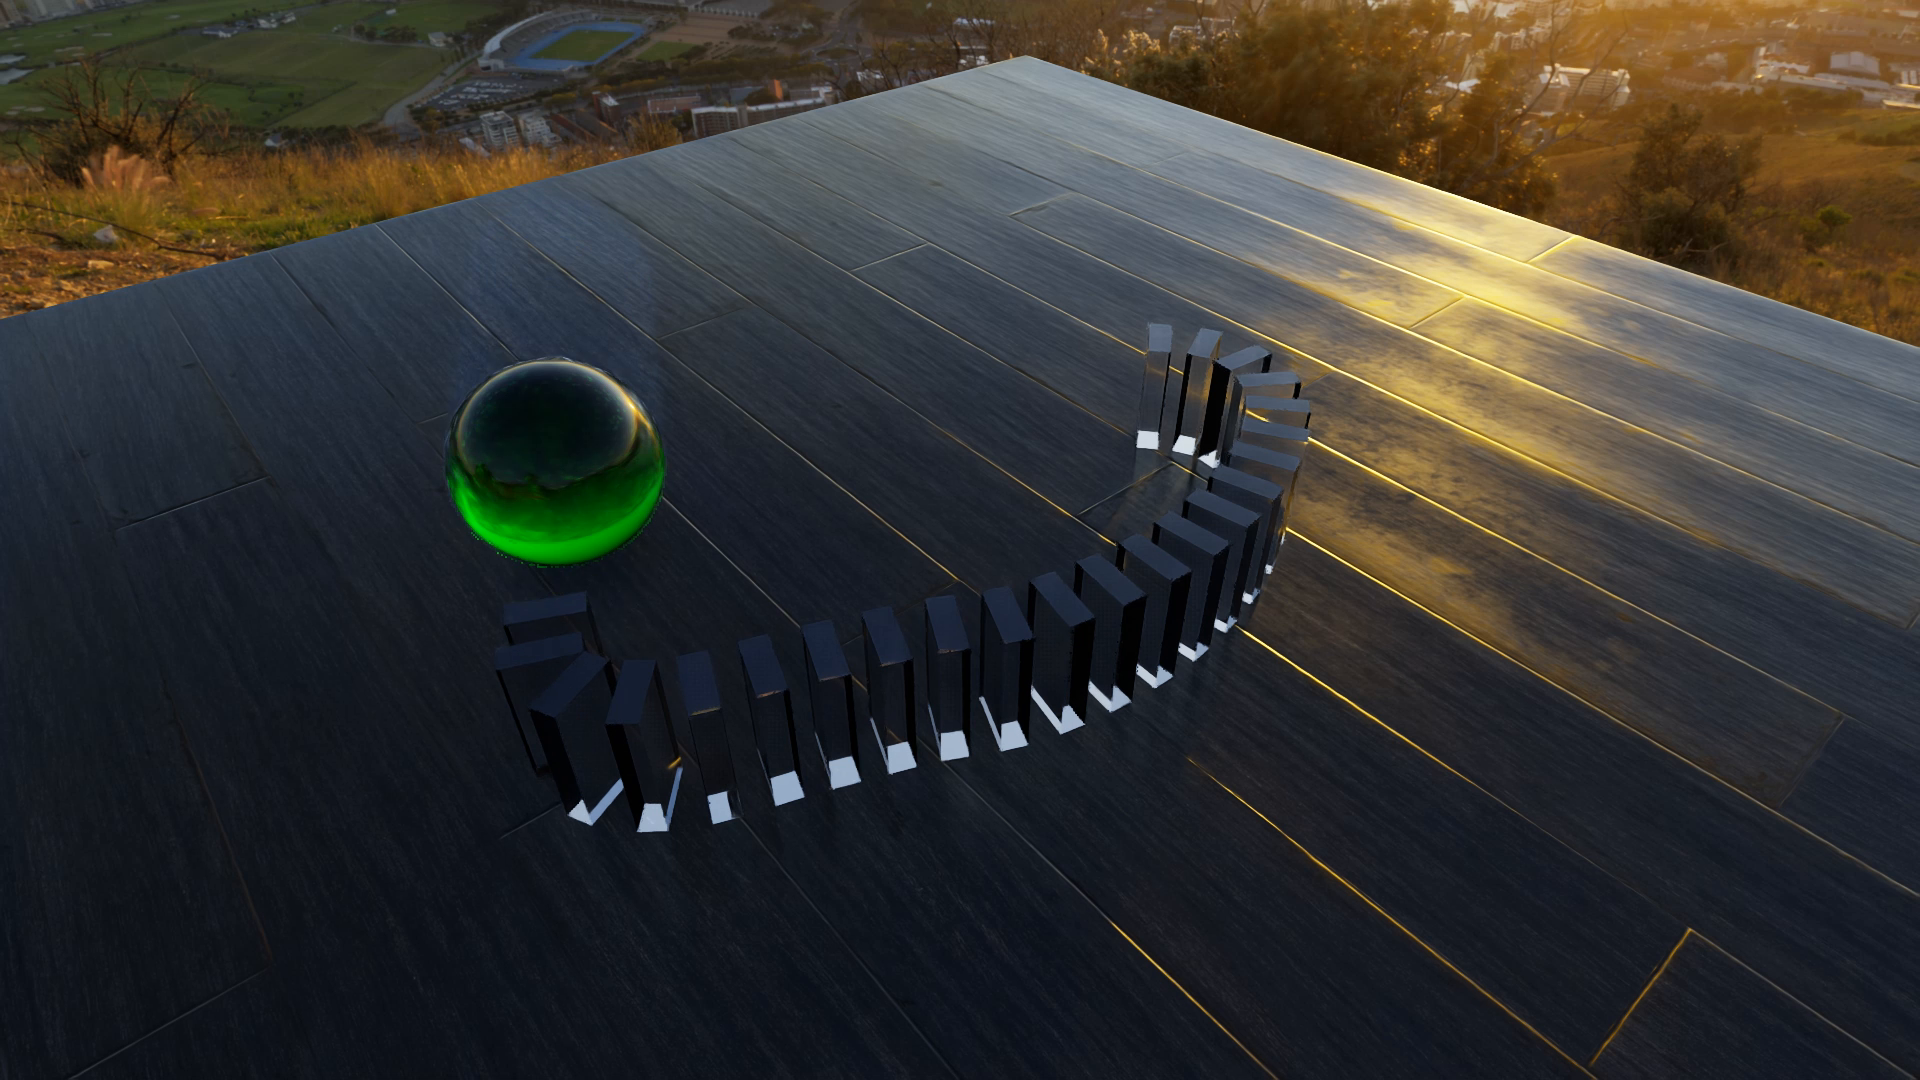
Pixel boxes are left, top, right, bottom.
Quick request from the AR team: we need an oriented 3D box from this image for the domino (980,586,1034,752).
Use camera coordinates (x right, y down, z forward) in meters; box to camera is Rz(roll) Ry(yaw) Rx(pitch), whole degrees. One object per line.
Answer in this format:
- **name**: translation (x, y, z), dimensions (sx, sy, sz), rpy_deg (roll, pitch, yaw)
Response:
- **domino**: translation (0.015, 0.042, 0.360), dimensions (0.009, 0.050, 0.025), rpy_deg (-10, 40, -12)

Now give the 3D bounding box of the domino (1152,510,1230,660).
- **domino**: translation (0.079, 0.017, 0.391), dimensions (0.009, 0.050, 0.025), rpy_deg (-32, 49, -33)

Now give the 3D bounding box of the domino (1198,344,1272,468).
- **domino**: translation (0.120, -0.058, 0.483), dimensions (0.025, 0.050, 0.010), rpy_deg (-24, 45, -26)

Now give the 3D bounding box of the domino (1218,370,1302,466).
- **domino**: translation (0.127, -0.047, 0.469), dimensions (0.025, 0.050, 0.009), rpy_deg (-5, 40, -6)

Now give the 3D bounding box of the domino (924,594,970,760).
- **domino**: translation (-0.004, 0.045, 0.356), dimensions (0.009, 0.050, 0.025), rpy_deg (-8, 40, -9)

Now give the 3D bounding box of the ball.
- **ball**: translation (-0.155, -0.030, 0.424), dimensions (0.080, 0.080, 0.080), rpy_deg (0, 39, 0)

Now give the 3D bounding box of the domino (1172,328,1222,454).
- **domino**: translation (0.106, -0.066, 0.492), dimensions (0.010, 0.050, 0.025), rpy_deg (15, 42, 18)

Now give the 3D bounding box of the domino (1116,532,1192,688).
- **domino**: translation (0.065, 0.025, 0.381), dimensions (0.010, 0.050, 0.025), rpy_deg (-26, 46, -28)

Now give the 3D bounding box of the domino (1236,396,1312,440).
- **domino**: translation (0.127, -0.035, 0.454), dimensions (0.025, 0.050, 0.009), rpy_deg (6, 40, 7)

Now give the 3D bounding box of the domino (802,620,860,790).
- **domino**: translation (-0.041, 0.052, 0.348), dimensions (0.010, 0.050, 0.025), rpy_deg (-12, 41, -15)

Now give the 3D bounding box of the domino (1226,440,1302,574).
- **domino**: translation (0.114, -0.012, 0.426), dimensions (0.025, 0.050, 0.009), rpy_deg (19, 43, 21)

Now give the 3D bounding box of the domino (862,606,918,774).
- **domino**: translation (-0.022, 0.048, 0.352), dimensions (0.009, 0.050, 0.025), rpy_deg (-12, 41, -14)

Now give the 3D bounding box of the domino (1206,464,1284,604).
- **domino**: translation (0.104, -0.002, 0.414), dimensions (0.025, 0.050, 0.009), rpy_deg (24, 45, 26)

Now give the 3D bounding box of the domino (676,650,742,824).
- **domino**: translation (-0.077, 0.061, 0.337), dimensions (0.010, 0.050, 0.025), rpy_deg (-12, 41, -14)

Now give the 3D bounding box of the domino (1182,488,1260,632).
- **domino**: translation (0.092, 0.008, 0.402), dimensions (0.025, 0.050, 0.009), rpy_deg (28, 47, 30)

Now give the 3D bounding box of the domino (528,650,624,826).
- **domino**: translation (-0.114, 0.061, 0.337), dimensions (0.009, 0.050, 0.025), rpy_deg (16, 42, 18)

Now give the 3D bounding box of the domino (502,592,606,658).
- **domino**: translation (-0.130, 0.041, 0.362), dimensions (0.025, 0.050, 0.009), rpy_deg (-10, 40, -11)

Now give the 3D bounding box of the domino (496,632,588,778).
- **domino**: translation (-0.127, 0.053, 0.347), dimensions (0.025, 0.050, 0.010), rpy_deg (-11, 41, -14)

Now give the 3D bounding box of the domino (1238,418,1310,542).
- **domino**: translation (0.122, -0.023, 0.440), dimensions (0.025, 0.050, 0.010), rpy_deg (13, 41, 16)

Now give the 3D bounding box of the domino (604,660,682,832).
- **domino**: translation (-0.095, 0.063, 0.334), dimensions (0.009, 0.050, 0.025), rpy_deg (0, 39, -1)

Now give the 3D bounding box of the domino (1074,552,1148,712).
- **domino**: translation (0.049, 0.032, 0.373), dimensions (0.010, 0.050, 0.025), rpy_deg (-22, 44, -25)

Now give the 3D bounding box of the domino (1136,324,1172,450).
- **domino**: translation (0.087, -0.069, 0.496), dimensions (0.010, 0.050, 0.025), rpy_deg (6, 40, 7)

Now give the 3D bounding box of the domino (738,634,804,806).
- **domino**: translation (-0.059, 0.056, 0.343), dimensions (0.010, 0.050, 0.025), rpy_deg (-14, 41, -17)

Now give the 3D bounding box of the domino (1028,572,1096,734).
- **domino**: translation (0.032, 0.038, 0.365), dimensions (0.010, 0.050, 0.025), rpy_deg (-18, 43, -21)
